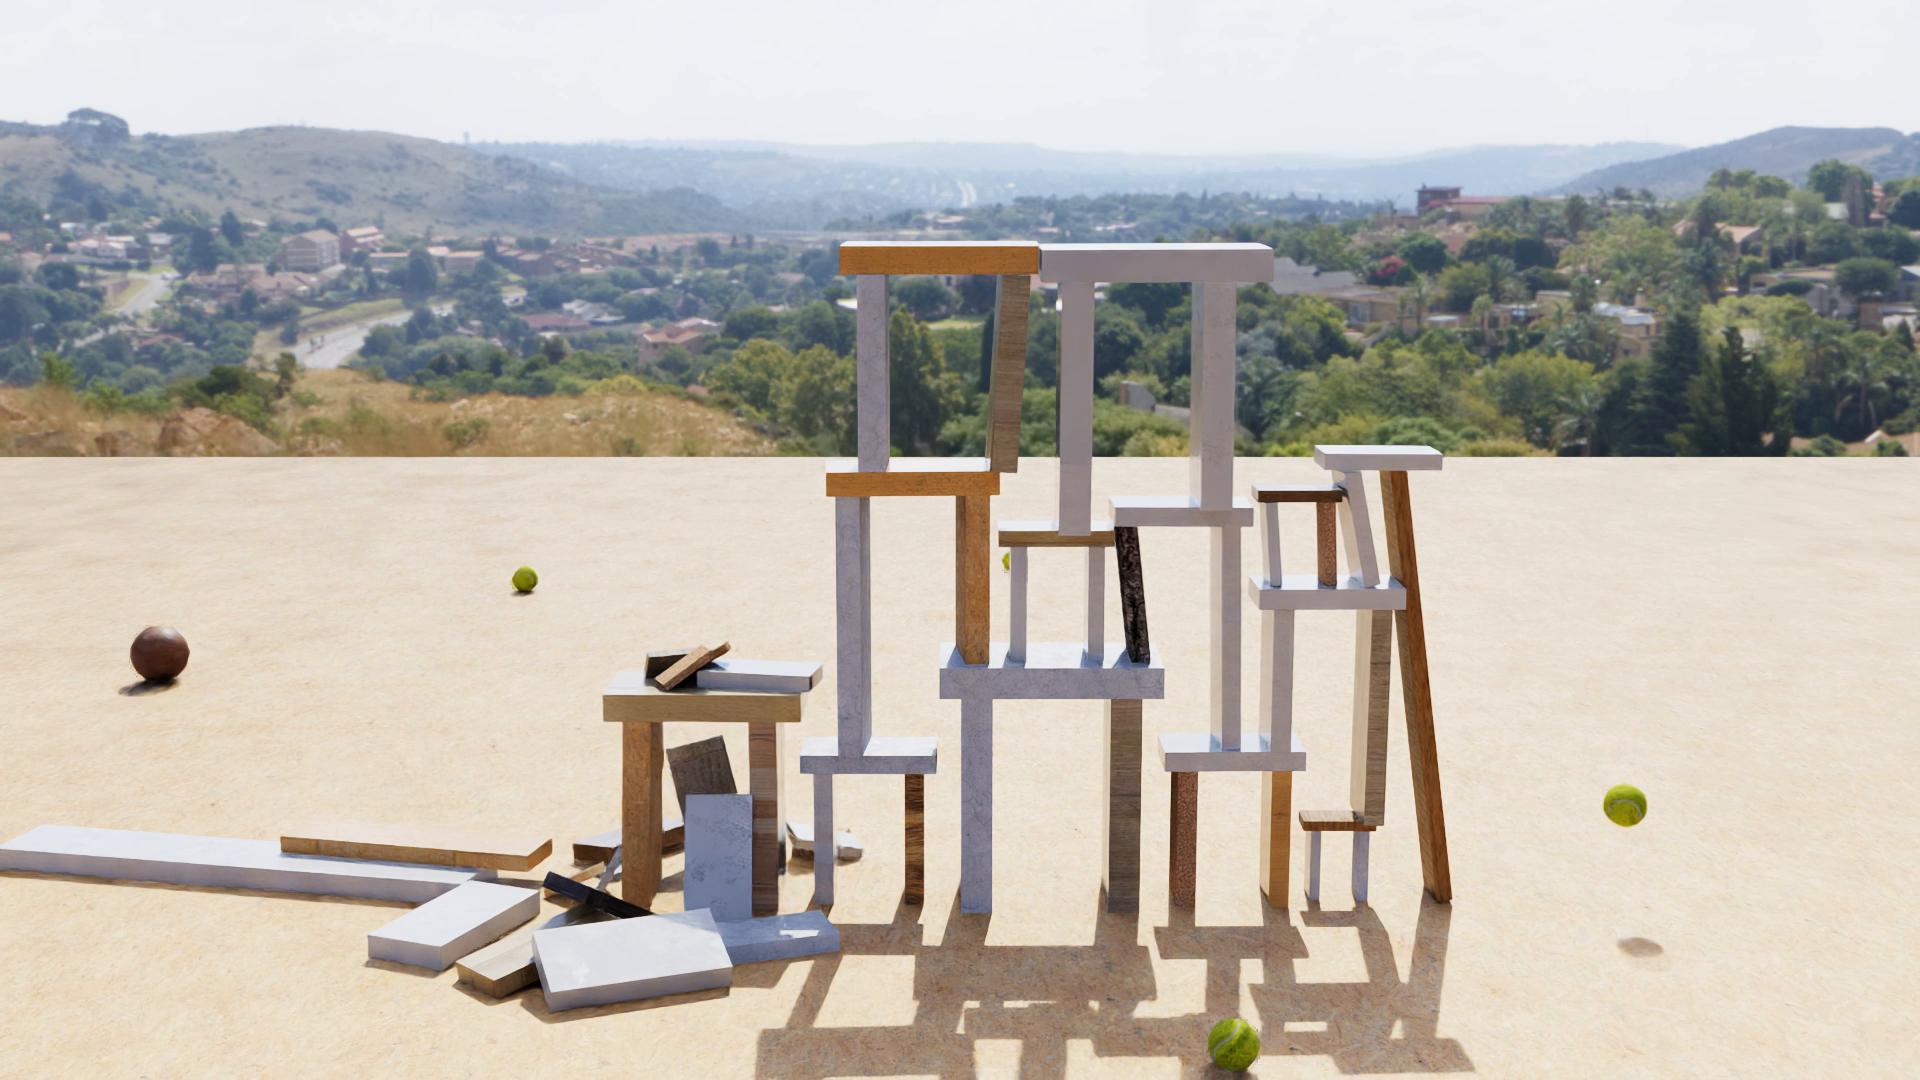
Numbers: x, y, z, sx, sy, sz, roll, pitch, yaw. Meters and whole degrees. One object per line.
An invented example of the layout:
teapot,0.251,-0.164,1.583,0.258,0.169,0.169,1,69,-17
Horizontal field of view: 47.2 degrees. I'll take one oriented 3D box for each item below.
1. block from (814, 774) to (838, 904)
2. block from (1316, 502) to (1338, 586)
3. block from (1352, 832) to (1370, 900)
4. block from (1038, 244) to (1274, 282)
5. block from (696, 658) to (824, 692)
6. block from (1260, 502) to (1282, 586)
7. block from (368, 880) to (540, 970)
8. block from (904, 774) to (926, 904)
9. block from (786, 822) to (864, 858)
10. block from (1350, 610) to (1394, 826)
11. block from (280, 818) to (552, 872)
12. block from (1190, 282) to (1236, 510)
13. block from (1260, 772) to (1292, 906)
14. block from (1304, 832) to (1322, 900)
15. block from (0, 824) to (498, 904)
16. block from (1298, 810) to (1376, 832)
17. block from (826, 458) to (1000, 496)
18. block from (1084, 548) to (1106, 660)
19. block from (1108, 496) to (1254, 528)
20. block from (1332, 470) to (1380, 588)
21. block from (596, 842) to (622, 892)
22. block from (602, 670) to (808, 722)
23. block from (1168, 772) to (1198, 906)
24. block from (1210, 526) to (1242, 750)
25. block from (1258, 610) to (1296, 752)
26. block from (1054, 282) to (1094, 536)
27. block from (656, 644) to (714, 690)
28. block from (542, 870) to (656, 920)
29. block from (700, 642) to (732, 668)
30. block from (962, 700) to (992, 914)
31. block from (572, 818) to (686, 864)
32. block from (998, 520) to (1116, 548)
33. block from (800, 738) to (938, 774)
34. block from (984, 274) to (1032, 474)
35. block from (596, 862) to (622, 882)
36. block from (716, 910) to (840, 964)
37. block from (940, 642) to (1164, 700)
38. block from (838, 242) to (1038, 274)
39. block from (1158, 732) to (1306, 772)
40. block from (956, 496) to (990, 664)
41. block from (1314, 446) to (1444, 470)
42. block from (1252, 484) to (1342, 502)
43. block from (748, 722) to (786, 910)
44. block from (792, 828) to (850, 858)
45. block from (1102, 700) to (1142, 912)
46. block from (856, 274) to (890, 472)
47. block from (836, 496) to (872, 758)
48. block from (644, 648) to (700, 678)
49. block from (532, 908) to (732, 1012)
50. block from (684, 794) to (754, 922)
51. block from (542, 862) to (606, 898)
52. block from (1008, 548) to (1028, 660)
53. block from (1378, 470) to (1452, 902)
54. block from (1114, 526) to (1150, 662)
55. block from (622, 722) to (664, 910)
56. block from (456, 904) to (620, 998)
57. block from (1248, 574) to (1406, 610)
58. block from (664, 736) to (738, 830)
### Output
block,-0.223,0.480,3.652,0.031,0.222,0.111,0,11,0
block,0.593,0.001,3.557,0.019,0.136,0.068,-3,11,-1
block,0.666,0.532,3.654,0.017,0.120,0.060,0,11,0
block,0.305,-0.439,3.482,0.357,0.051,0.179,0,11,0
block,-0.326,0.221,3.597,0.187,0.027,0.094,2,11,10
block,0.502,0.001,3.555,0.019,0.136,0.068,-5,11,-1
block,-0.796,0.606,3.476,0.135,0.038,0.270,4,11,22
block,-0.075,0.480,3.652,0.031,0.222,0.111,0,11,0
block,-0.238,0.525,3.844,0.128,0.018,0.064,13,15,-26
block,0.674,0.278,3.611,0.033,0.361,0.118,0,11,-2
block,-0.928,0.520,3.756,0.455,0.029,0.102,2,11,13
block,0.404,-0.239,3.518,0.051,0.357,0.179,0,11,0
block,0.523,0.478,3.644,0.033,0.230,0.115,0,11,0
block,0.586,0.532,3.656,0.017,0.120,0.060,0,11,0
block,-1.223,0.553,3.761,0.866,0.038,0.135,2,11,12
block,0.625,0.465,3.640,0.120,0.017,0.060,0,11,0
block,-0.078,-0.101,3.534,0.275,0.039,0.137,-1,11,-3
block,0.218,0.095,3.581,0.026,0.186,0.093,0,11,-1
block,0.355,-0.046,3.544,0.221,0.031,0.111,0,11,-1
block,0.638,-0.025,3.551,0.027,0.188,0.094,-12,11,-3
block,-0.579,0.544,3.665,0.014,0.098,0.049,28,9,-5
block,-0.413,0.256,3.602,0.318,0.045,0.159,0,11,0
block,0.370,0.478,3.643,0.033,0.230,0.115,0,11,0
block,0.434,0.149,3.596,0.031,0.369,0.111,-2,11,-3
block,0.518,0.217,3.598,0.033,0.236,0.118,0,11,-2
block,0.182,-0.218,3.523,0.051,0.397,0.179,0,11,0
block,-0.447,0.207,3.573,0.095,0.013,0.047,-36,22,-14
block,-0.559,0.567,3.447,0.094,0.027,0.187,14,-14,34
block,-0.421,0.198,3.614,0.095,0.013,0.047,-30,4,2
block,0.027,0.414,3.633,0.051,0.359,0.180,0,11,0
block,-0.571,0.529,3.878,0.102,0.029,0.204,0,7,38
block,0.155,-0.010,3.562,0.186,0.026,0.093,0,11,0
block,-0.149,0.355,3.628,0.222,0.031,0.111,0,11,0
block,0.075,-0.271,3.503,0.044,0.309,0.154,3,10,-3
block,-0.570,0.563,3.775,0.098,0.014,0.049,-10,15,-43
block,-0.305,0.620,3.423,0.213,0.030,0.107,-4,11,-19
block,0.147,0.213,3.595,0.359,0.051,0.180,0,11,0
block,-0.031,-0.448,3.483,0.309,0.044,0.154,0,10,1
block,0.446,0.349,3.621,0.230,0.033,0.115,0,11,-1
block,0.020,0.052,3.570,0.039,0.275,0.137,-1,11,-7
block,0.672,-0.132,3.539,0.188,0.027,0.094,0,11,-2
block,0.542,-0.076,3.542,0.136,0.019,0.068,0,11,-2
block,-0.317,0.434,3.636,0.045,0.318,0.159,0,11,0
block,-0.247,0.537,3.906,0.064,0.018,0.128,3,11,15
block,0.267,0.414,3.634,0.051,0.359,0.180,0,11,0
block,-0.138,-0.273,3.508,0.044,0.309,0.154,0,11,1
block,-0.173,0.129,3.583,0.039,0.431,0.137,1,11,5
block,-0.473,0.202,3.635,0.094,0.047,0.013,-4,42,-23
block,-0.487,0.622,3.266,0.270,0.038,0.135,-4,32,-22
block,-0.385,0.514,3.510,0.107,0.213,0.030,0,-14,-2
block,-0.640,0.564,3.652,0.098,0.014,0.049,-25,0,23
block,0.094,0.095,3.580,0.026,0.186,0.093,0,11,0
block,0.749,0.234,3.614,0.027,0.719,0.094,-8,8,0
block,0.279,0.078,3.570,0.031,0.221,0.111,-6,11,1
block,-0.525,0.434,3.636,0.045,0.318,0.159,2,11,0
block,-0.633,0.620,3.331,0.233,0.030,0.107,-21,21,-41
block,0.595,0.084,3.573,0.236,0.033,0.118,0,11,-1
block,-0.437,0.452,3.821,0.102,0.204,0.029,-14,-8,-13
